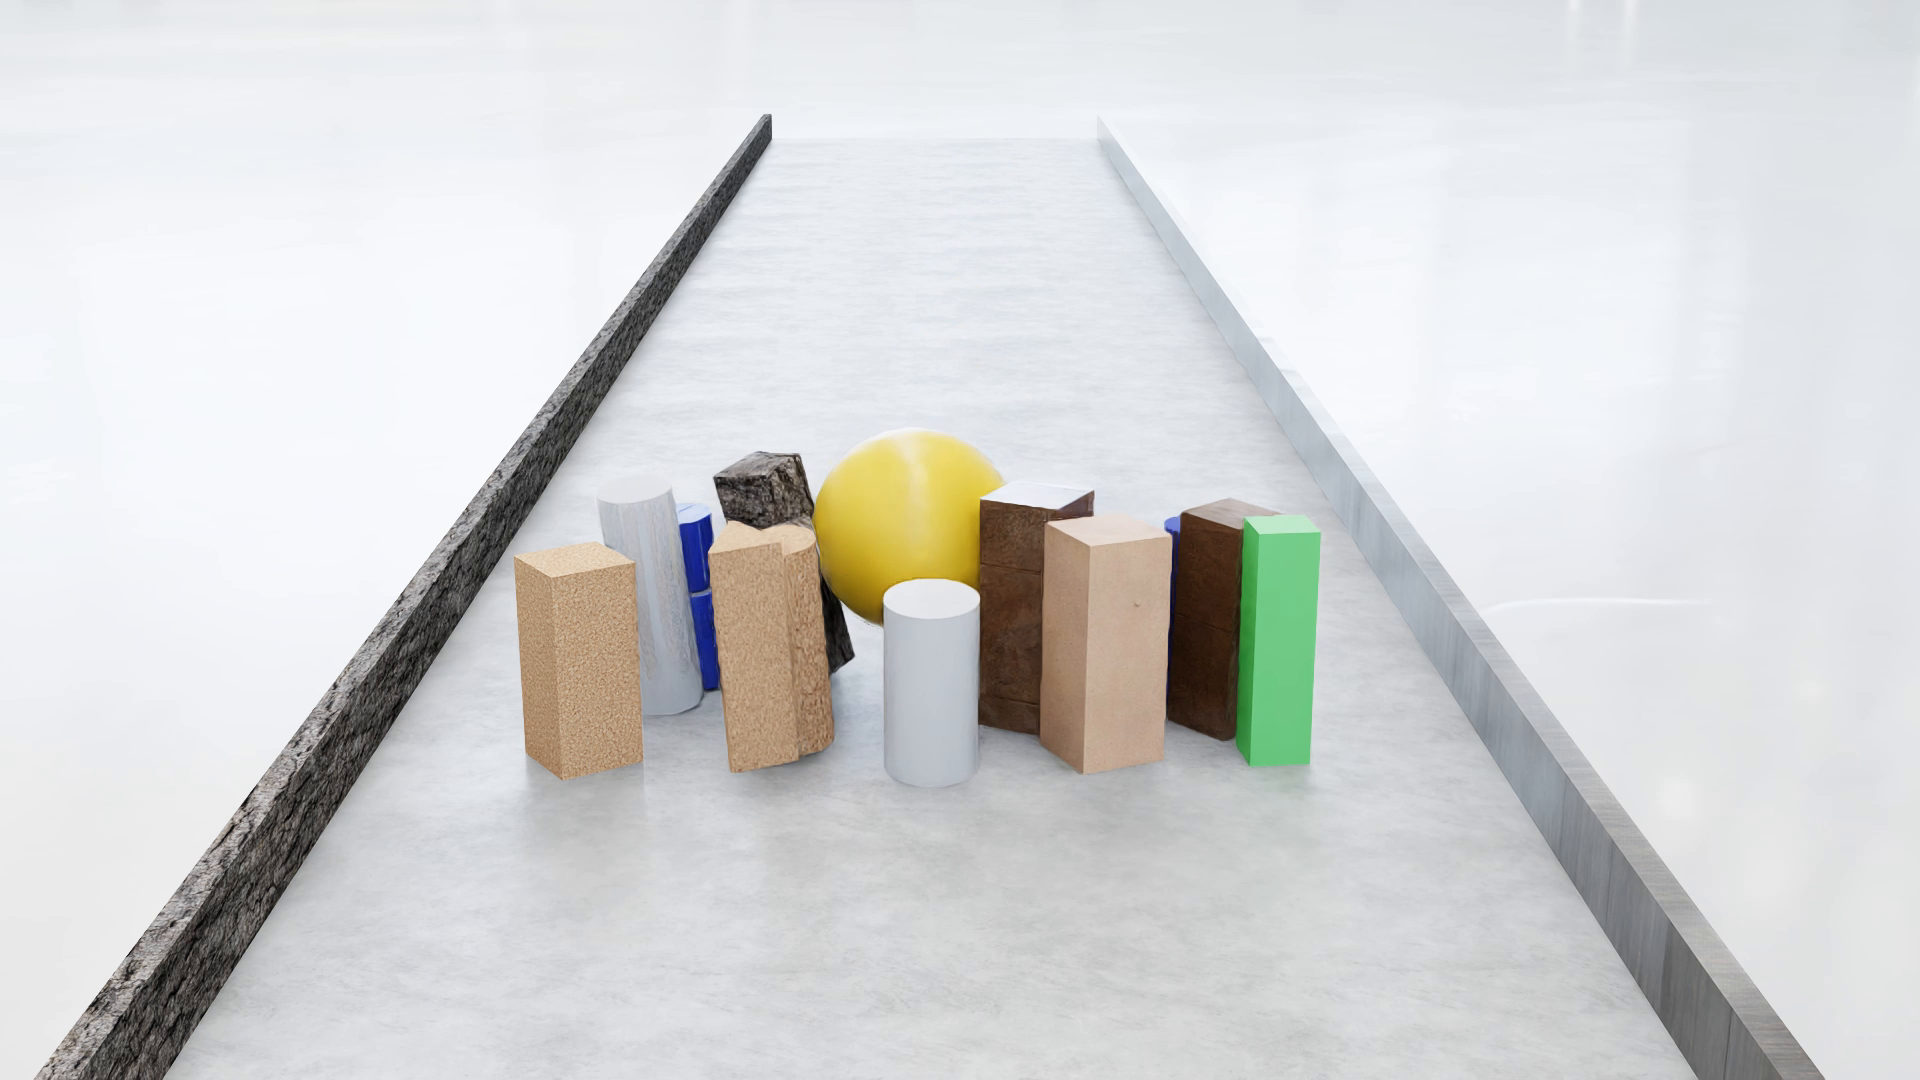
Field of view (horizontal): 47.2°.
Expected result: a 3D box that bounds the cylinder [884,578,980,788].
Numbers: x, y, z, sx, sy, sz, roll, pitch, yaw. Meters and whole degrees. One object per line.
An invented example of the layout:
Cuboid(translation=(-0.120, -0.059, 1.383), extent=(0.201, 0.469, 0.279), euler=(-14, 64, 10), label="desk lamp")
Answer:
Cuboid(translation=(-0.049, 0.247, 3.805), extent=(0.165, 0.321, 0.165), euler=(0, 23, 0), label="cylinder")

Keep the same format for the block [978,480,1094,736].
Cuboid(translation=(0.139, 0.124, 4.024), extent=(0.155, 0.432, 0.155), euler=(9, 18, 27), label="block")

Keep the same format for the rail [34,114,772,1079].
Cuboid(translation=(-1.118, -0.838, 7.780), extent=(0.050, 0.150, 12.000), euler=(0, 17, -1), label="rail")

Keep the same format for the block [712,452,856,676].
Cuboid(translation=(-0.336, 0.054, 4.234), extent=(0.121, 0.434, 0.121), euler=(3, 27, 39), label="block")

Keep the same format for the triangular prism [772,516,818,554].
Cuboid(translation=(-0.310, 0.144, 4.017), extent=(0.142, 0.373, 0.123), euler=(14, 31, 14), label="triangular prism")

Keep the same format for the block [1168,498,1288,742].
Cuboid(translation=(0.487, 0.144, 4.019), extent=(0.135, 0.406, 0.135), euler=(-15, 25, -41), label="block")

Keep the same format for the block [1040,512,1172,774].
Cuboid(translation=(0.255, 0.180, 3.880), extent=(0.162, 0.416, 0.162), euler=(-7, 18, -25), label="block")

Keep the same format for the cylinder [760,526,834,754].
Cuboid(translation=(-0.296, 0.178, 3.878), extent=(0.117, 0.397, 0.117), euler=(-3, 26, 1), label="cylinder")

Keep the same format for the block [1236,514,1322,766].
Cuboid(translation=(0.559, 0.178, 3.878), extent=(0.108, 0.428, 0.108), euler=(-2, 17, -6), label="block")

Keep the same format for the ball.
Cuboid(translation=(-0.086, -0.019, 4.145), extent=(0.388, 0.388, 0.388), euler=(0, 17, 0), label="ball")

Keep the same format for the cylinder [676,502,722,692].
Cuboid(translation=(-0.511, 0.111, 4.218), extent=(0.107, 0.351, 0.107), euler=(-4, 23, 2), label="cylinder")

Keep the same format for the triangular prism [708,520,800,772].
Cuboid(translation=(-0.366, 0.182, 3.816), extent=(0.125, 0.434, 0.108), euler=(-10, 28, -14), label="triangular prism")

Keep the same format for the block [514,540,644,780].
Cuboid(translation=(-0.670, 0.210, 3.872), extent=(0.156, 0.370, 0.156), euler=(-11, 20, -33), label="block")

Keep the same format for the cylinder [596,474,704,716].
Cuboid(translation=(-0.575, 0.104, 4.099), extent=(0.140, 0.429, 0.140), euler=(-5, 22, 2), label="cylinder")

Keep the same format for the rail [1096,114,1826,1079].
Cuboid(translation=(0.932, -0.844, 7.801), extent=(0.050, 0.150, 12.000), euler=(0, 17, -1), label="rail")

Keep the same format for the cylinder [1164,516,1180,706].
Cuboid(translation=(0.434, 0.136, 4.149), extent=(0.117, 0.348, 0.117), euler=(2, 19, -1), label="cylinder")
